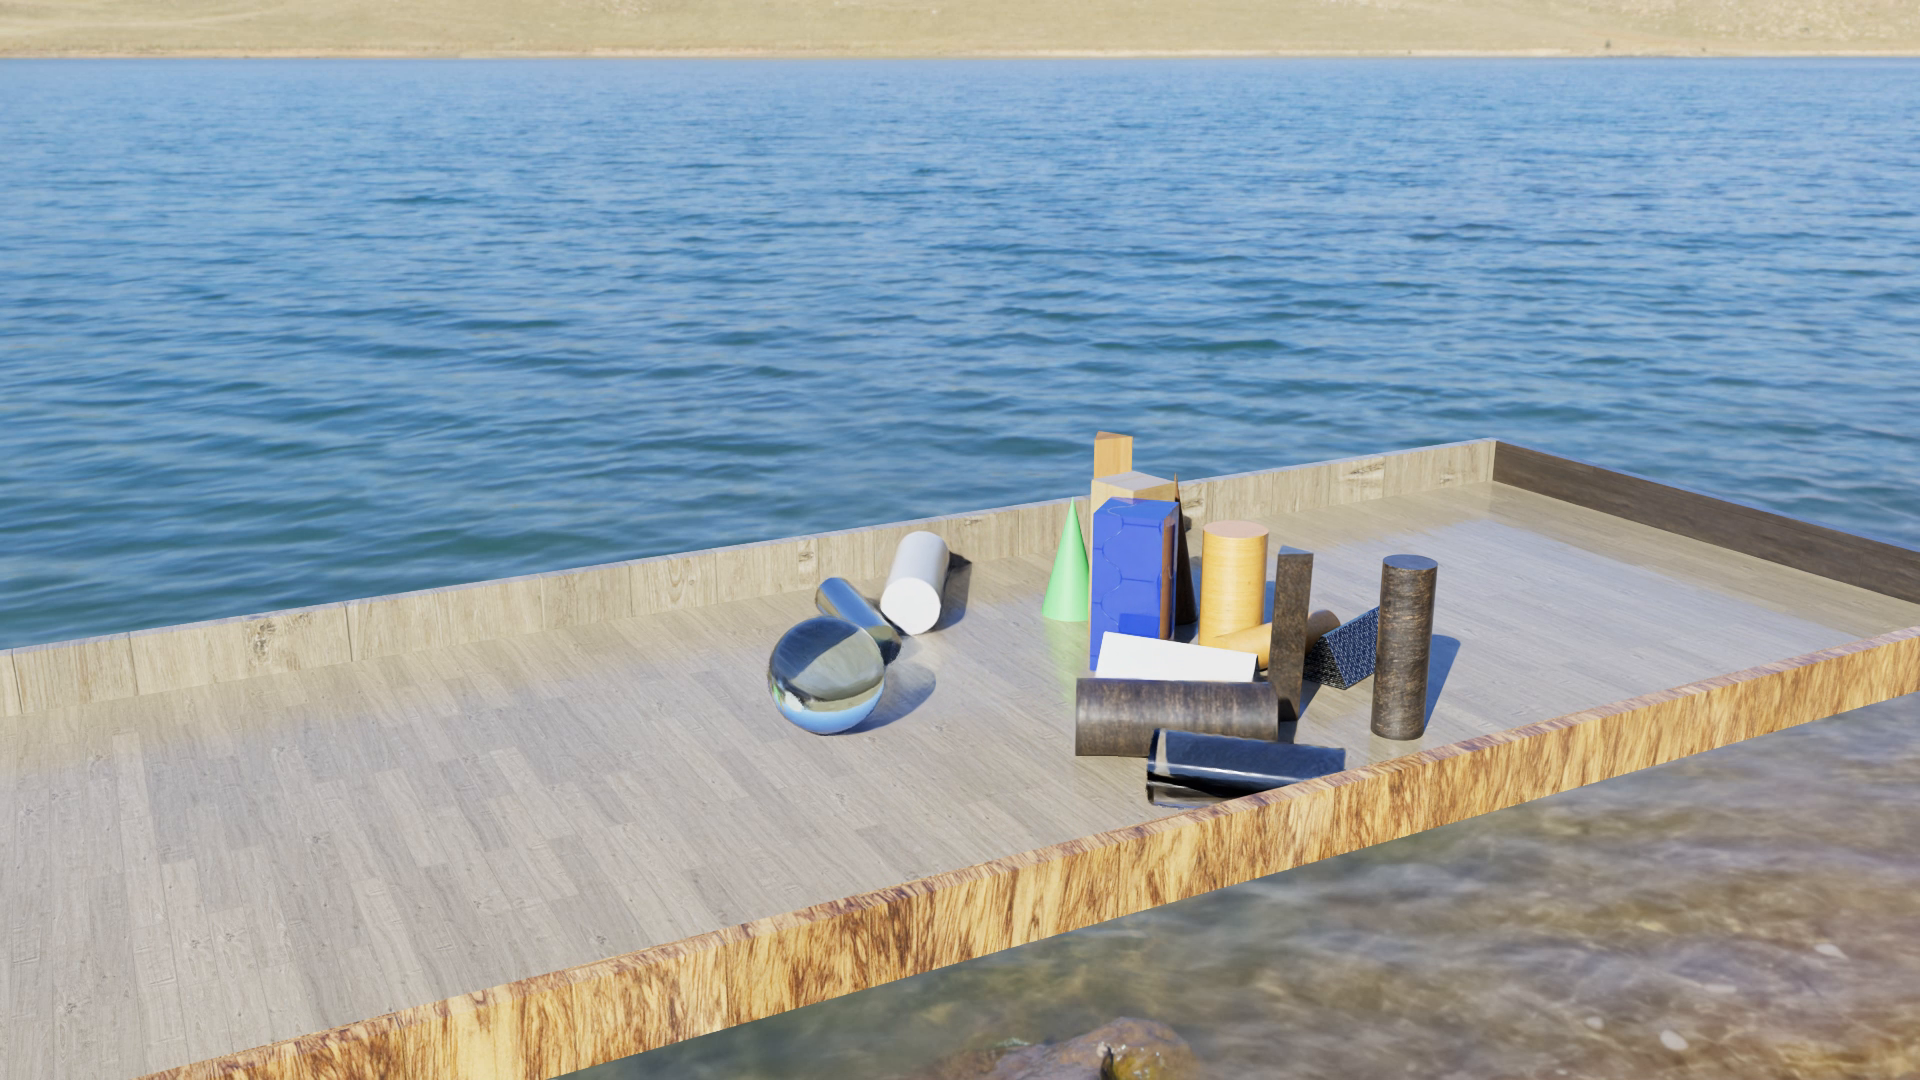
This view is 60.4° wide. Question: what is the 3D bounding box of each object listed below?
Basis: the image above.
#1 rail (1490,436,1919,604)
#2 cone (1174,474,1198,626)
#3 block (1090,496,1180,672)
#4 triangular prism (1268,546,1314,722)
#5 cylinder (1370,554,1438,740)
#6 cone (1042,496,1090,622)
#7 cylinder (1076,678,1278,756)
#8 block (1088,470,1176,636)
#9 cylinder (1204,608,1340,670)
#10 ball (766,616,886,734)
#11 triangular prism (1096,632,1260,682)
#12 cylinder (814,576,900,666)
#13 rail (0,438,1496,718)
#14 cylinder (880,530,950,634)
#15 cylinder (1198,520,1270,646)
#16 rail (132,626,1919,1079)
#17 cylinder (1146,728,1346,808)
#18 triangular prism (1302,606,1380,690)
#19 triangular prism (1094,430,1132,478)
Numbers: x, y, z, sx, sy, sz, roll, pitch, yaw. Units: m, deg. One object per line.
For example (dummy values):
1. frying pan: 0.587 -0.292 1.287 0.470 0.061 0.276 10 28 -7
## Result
1. rail: 2.466 -0.048 5.253 0.050 0.150 2.100 -9 18 -27
2. cone: 0.590 0.013 4.567 0.159 0.419 0.159 0 16 0
3. block: 0.445 0.119 4.212 0.178 0.416 0.178 6 17 19
4. triangular prism: 0.757 0.220 3.876 0.088 0.410 0.076 -1 15 -13
5. cylinder: 1.018 0.247 3.786 0.121 0.411 0.121 0 16 0
6. cone: 0.313 0.041 4.616 0.166 0.339 0.166 0 16 0
7. cylinder: 0.480 0.398 3.696 0.440 0.172 0.172 1 16 3
8. block: 0.457 0.052 4.406 0.156 0.434 0.156 -13 21 -37
9. cylinder: 0.806 0.267 4.249 0.394 0.110 0.110 -11 20 -33
10. ball: -0.309 0.311 3.811 0.273 0.273 0.273 0 16 0
11. triangular prism: 0.534 0.315 4.033 0.386 0.134 0.154 7 18 24
12. cylinder: -0.278 0.216 4.413 0.117 0.117 0.427 -6 17 -19
13. rail: -3.305 0.497 3.399 12.000 0.150 0.050 -9 18 -27
14. cylinder: -0.122 0.115 4.674 0.163 0.163 0.458 1 16 3
15. cylinder: 0.721 0.126 4.355 0.170 0.322 0.170 0 16 0
16. rail: -2.336 1.006 1.665 12.000 0.150 0.050 -9 18 -27
17. cylinder: 0.593 0.489 3.411 0.390 0.158 0.158 5 17 16
18. triangular prism: 1.010 0.262 4.233 0.143 0.124 0.334 14 21 39
19. triangular prism: 0.425 -0.088 4.849 0.119 0.454 0.103 -6 17 -20
